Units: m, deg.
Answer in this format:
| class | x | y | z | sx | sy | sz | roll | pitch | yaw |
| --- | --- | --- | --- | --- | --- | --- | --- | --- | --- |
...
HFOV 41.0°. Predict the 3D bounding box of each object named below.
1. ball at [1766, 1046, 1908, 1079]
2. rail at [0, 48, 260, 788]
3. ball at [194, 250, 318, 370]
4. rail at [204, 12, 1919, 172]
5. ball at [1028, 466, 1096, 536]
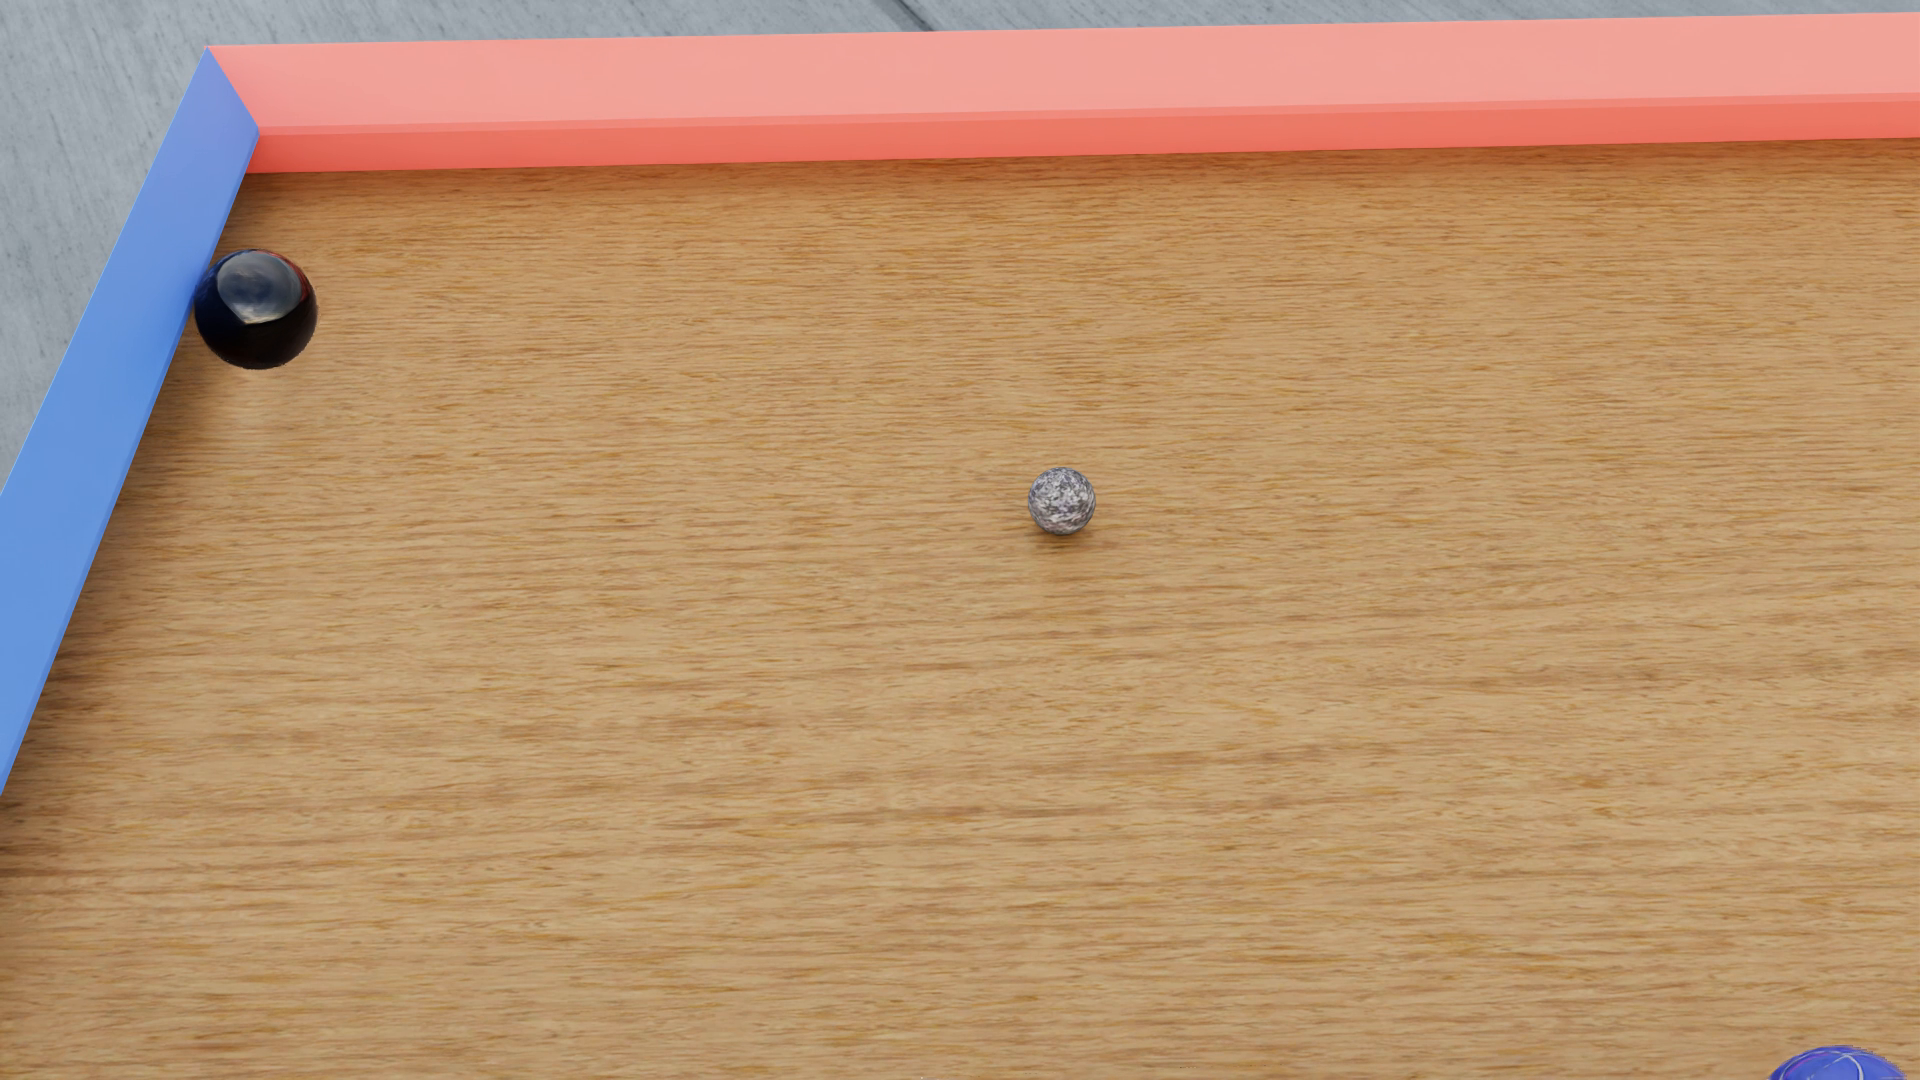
| class | x | y | z | sx | sy | sz | roll | pitch | yaw |
| --- | --- | --- | --- | --- | --- | --- | --- | --- | --- |
| ball | 0.463 | 0.313 | 1.349 | 0.091 | 0.091 | 0.091 | 0 | 35 | 0 |
| rail | -0.615 | -0.005 | 1.769 | 0.045 | 0.124 | 1.330 | -2 | 35 | -2 |
| ball | -0.561 | -0.184 | 2.048 | 0.095 | 0.095 | 0.095 | 0 | 35 | 0 |
| rail | 0.608 | -0.409 | 2.340 | 2.556 | 0.124 | 0.045 | -2 | 35 | -2 |
| ball | 0.074 | -0.028 | 1.868 | 0.050 | 0.050 | 0.050 | 0 | 35 | 0 |
